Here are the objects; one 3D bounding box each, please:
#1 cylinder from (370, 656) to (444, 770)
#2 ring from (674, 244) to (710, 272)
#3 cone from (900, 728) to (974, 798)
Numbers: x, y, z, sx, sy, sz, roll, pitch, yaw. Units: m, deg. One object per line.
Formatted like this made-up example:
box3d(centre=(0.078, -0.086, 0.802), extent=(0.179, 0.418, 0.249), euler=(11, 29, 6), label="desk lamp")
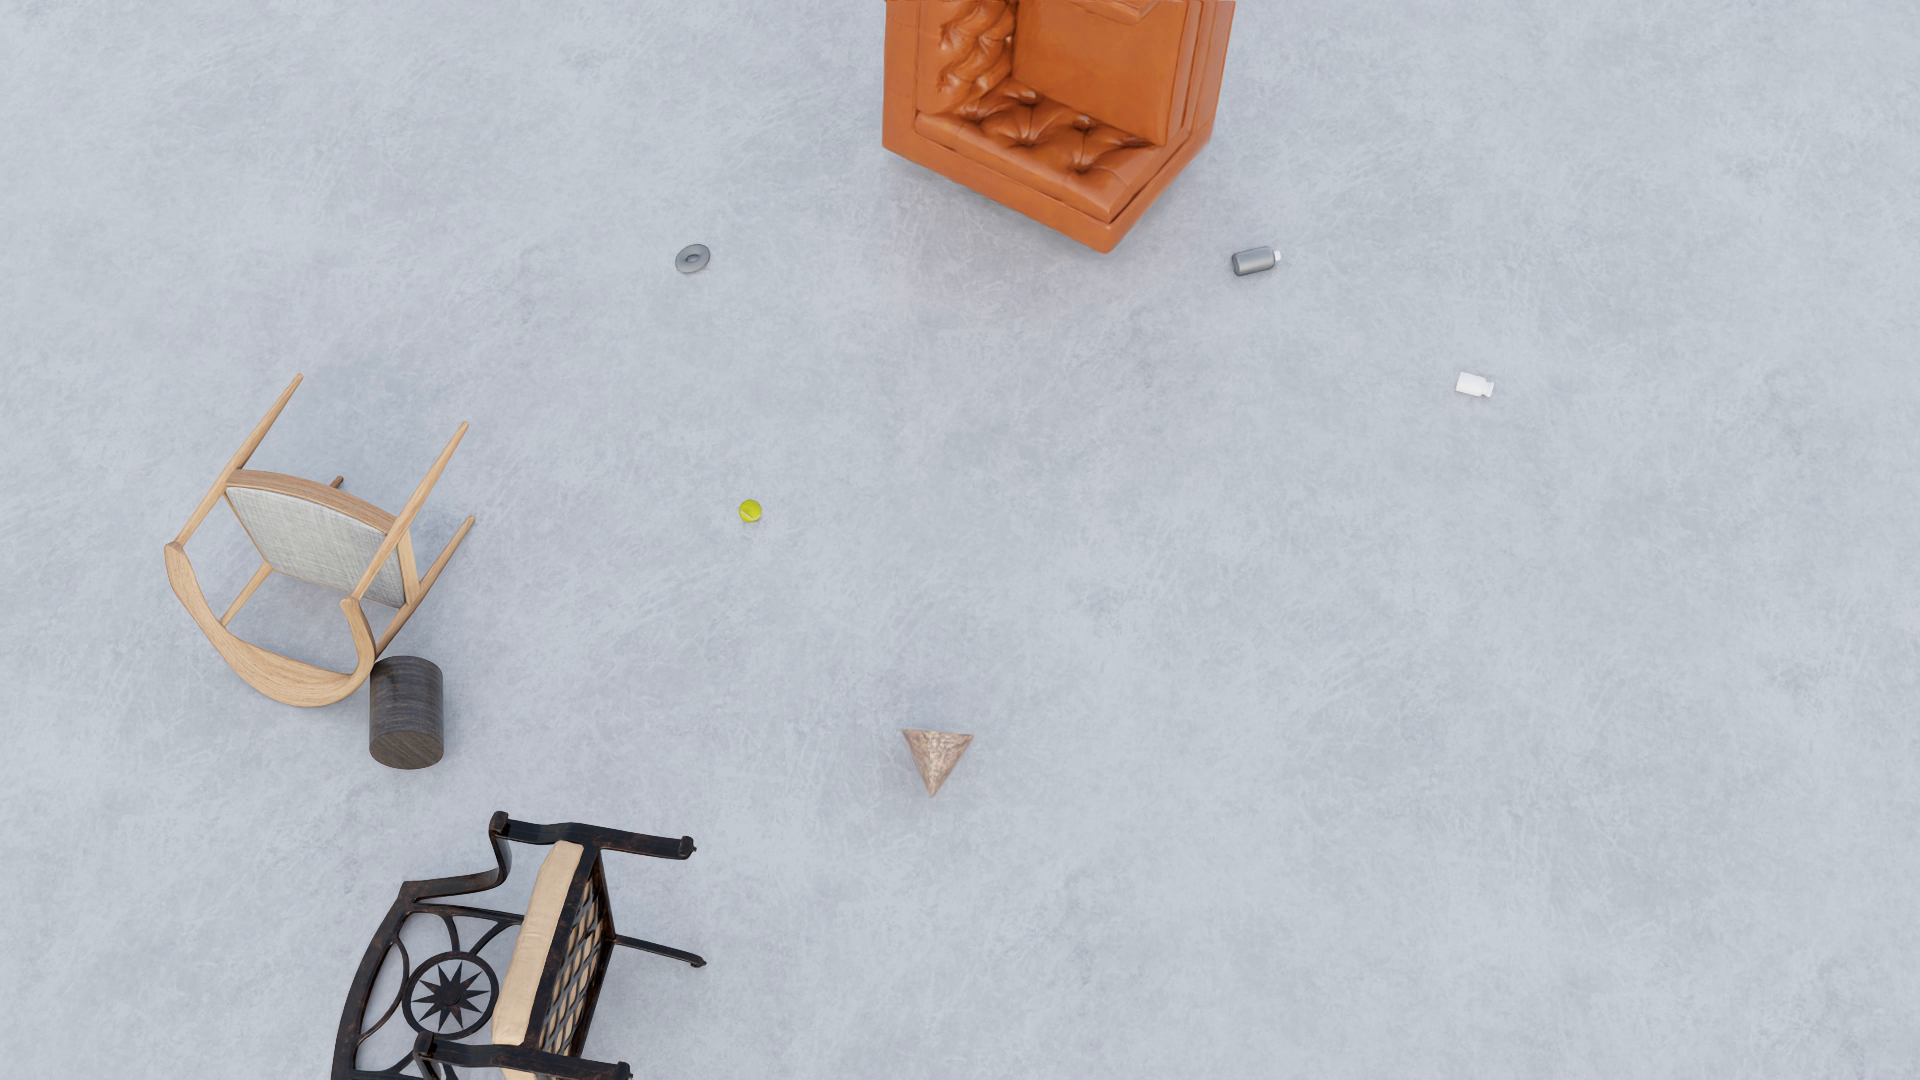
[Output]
box3d(centre=(-1.540, 0.481, 6.121), extent=(0.192, 0.219, 0.244), euler=(-17, 56, 11), label="cylinder")
box3d(centre=(-0.872, -0.919, 7.174), extent=(0.102, 0.029, 0.130), euler=(35, 62, 22), label="ring")
box3d(centre=(-0.071, 0.627, 6.101), extent=(0.216, 0.182, 0.188), euler=(9, 83, -34), label="cone")
